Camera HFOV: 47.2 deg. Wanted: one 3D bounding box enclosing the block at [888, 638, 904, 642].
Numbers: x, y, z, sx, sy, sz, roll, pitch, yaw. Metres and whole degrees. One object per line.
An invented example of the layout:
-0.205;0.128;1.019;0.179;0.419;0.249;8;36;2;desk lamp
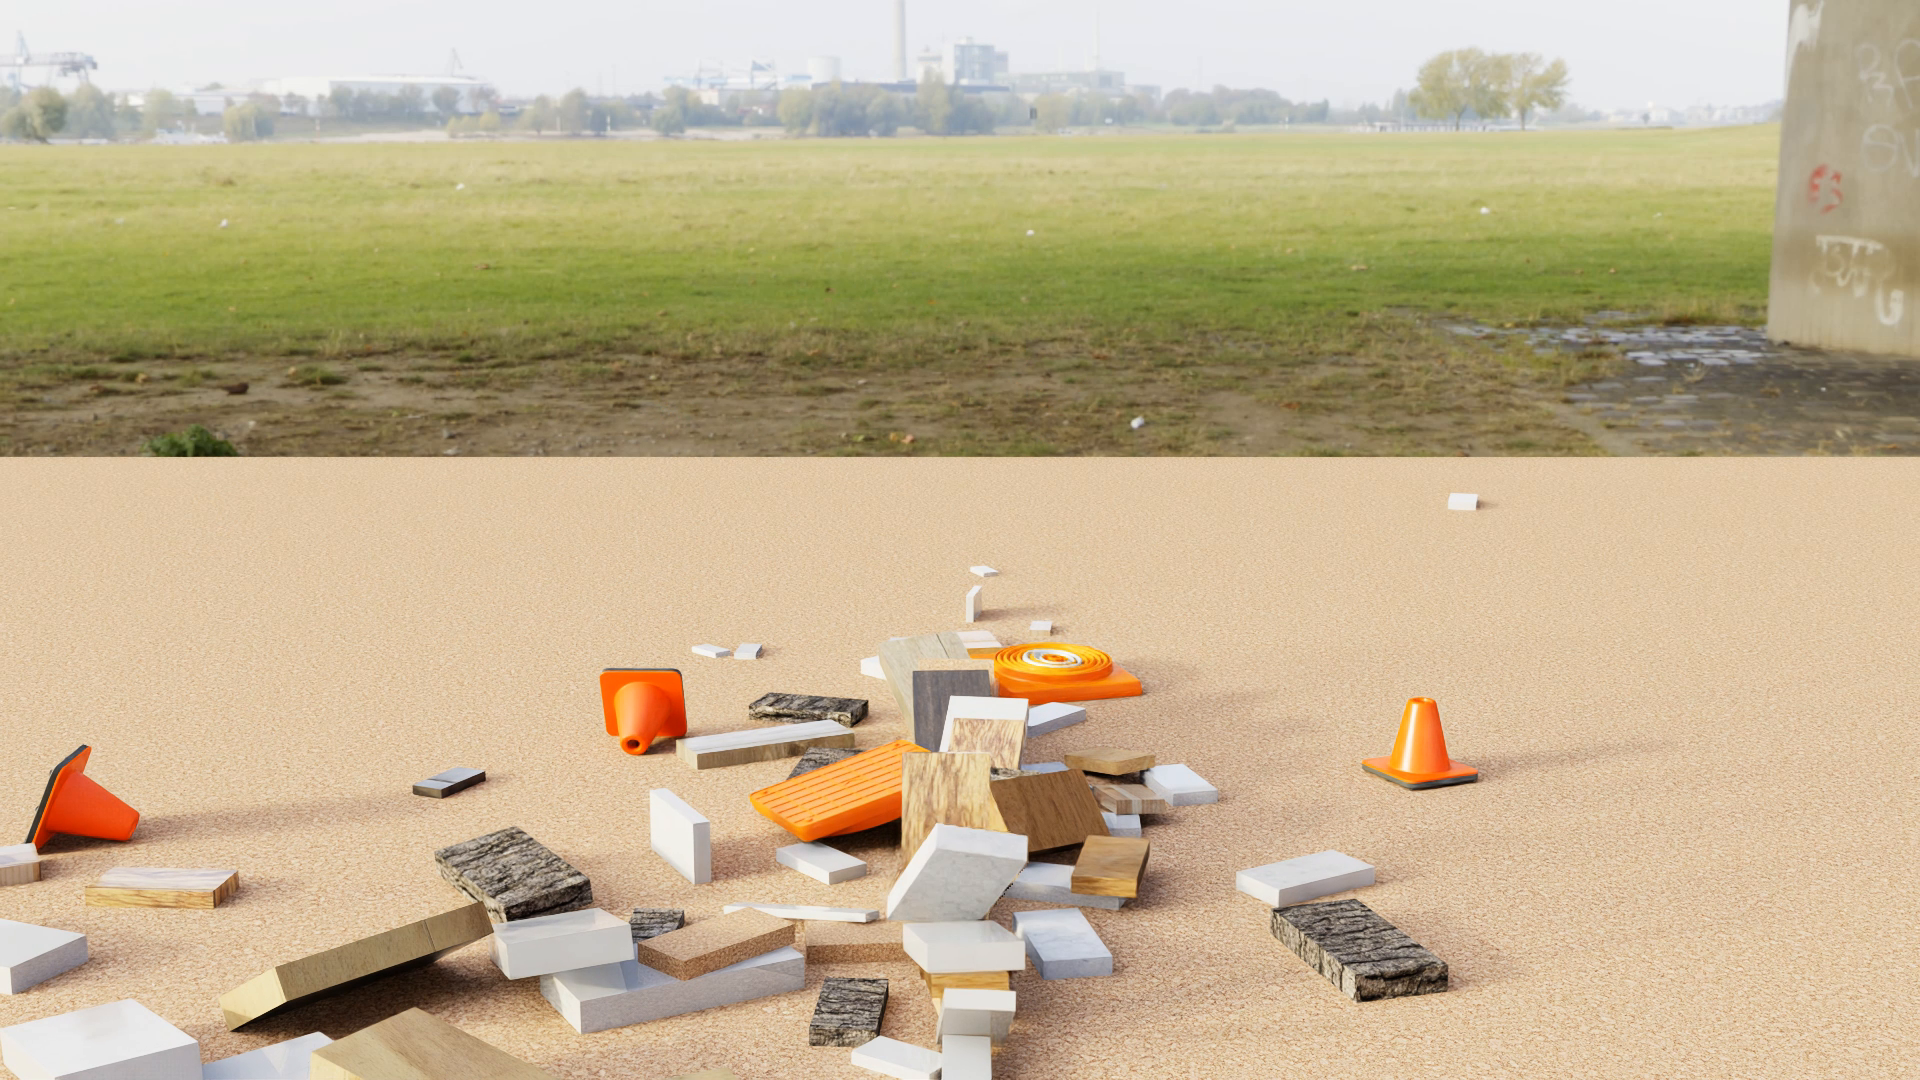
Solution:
-0.134;0.269;5.328;0.089;0.025;0.178;1;11;5;block

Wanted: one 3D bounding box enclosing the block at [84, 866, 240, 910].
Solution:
-1.324;0.578;3.652;0.215;0.030;0.108;1;11;4;block

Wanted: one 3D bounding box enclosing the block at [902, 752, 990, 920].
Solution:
-0.022;0.478;3.505;0.139;0.278;0.039;0;-2;0;block

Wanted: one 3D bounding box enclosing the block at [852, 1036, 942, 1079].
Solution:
-0.076;0.707;2.986;0.130;0.018;0.065;7;13;34;block

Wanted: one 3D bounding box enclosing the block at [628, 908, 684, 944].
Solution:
-0.484;0.618;3.458;0.079;0.022;0.158;0;11;1;block

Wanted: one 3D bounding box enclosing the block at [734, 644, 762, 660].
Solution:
-0.514;0.271;5.348;0.051;0.015;0.103;1;11;4;block

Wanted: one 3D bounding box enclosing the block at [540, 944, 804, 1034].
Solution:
-0.425;0.643;3.249;0.348;0.049;0.174;-6;12;-29;block

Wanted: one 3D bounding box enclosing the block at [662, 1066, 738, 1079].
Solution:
-0.357;0.725;2.891;0.130;0.018;0.065;-5;12;-25;block

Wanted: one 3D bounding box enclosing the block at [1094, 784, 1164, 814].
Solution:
0.314;0.483;4.099;0.091;0.026;0.182;0;2;-10;block

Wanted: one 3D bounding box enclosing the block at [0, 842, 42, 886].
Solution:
-1.702;0.564;3.721;0.263;0.033;0.117;-5;12;-27;block

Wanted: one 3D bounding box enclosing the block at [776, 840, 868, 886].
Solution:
-0.239;0.555;3.793;0.079;0.022;0.158;-8;13;-38;block

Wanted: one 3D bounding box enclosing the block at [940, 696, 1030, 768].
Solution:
0.038;0.413;4.126;0.151;0.043;0.301;2;39;9;block

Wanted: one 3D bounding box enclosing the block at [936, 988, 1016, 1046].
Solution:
0.020;0.647;2.975;0.094;0.027;0.187;3;-27;-3;block

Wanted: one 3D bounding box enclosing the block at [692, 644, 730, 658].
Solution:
-0.606;0.270;5.356;0.046;0.013;0.092;-10;15;-43;block

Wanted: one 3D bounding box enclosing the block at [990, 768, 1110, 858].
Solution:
0.144;0.477;3.824;0.038;0.134;0.268;-37;-22;34;block

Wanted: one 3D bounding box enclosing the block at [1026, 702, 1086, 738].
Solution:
0.177;0.384;4.708;0.089;0.025;0.191;9;14;39;block

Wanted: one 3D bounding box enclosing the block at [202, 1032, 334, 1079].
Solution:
-0.941;0.724;2.810;0.349;0.049;0.175;-9;14;-41;block

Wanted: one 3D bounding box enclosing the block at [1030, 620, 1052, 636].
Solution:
0.206;0.225;5.596;0.051;0.015;0.103;1;11;5;block

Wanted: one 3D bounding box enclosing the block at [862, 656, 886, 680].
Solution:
-0.108;0.305;5.114;0.117;0.033;0.235;-10;15;-43;block

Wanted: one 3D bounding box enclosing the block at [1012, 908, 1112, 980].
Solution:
0.157;0.624;3.404;0.107;0.030;0.213;-2;11;-11;block

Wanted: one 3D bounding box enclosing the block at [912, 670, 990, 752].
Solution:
-0.011;0.378;4.253;0.151;0.043;0.301;-1;45;-4;block

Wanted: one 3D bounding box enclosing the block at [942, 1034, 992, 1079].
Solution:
0.008;0.725;2.836;0.065;0.018;0.343;4;13;-1;block

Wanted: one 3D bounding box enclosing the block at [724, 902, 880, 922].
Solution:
-0.254;0.594;3.511;0.262;0.013;0.046;-2;-2;27;block

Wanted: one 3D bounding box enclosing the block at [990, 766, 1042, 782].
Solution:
0.046;0.492;3.858;0.134;0.038;0.268;3;30;17;block

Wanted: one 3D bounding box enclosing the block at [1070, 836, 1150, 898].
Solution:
0.253;0.544;3.673;0.107;0.030;0.213;2;11;11;block

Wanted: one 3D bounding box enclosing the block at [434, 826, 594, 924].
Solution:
-0.743;0.558;3.645;0.149;0.042;0.298;-16;19;-32;block

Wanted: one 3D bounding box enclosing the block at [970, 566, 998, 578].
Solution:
0.070;0.090;6.324;0.046;0.013;0.092;-4;11;-23;block

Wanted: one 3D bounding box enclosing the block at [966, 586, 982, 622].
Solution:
0.037;0.167;5.758;0.019;0.068;0.137;2;11;10;block

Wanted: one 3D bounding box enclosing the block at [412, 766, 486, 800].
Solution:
-0.989;0.470;4.262;0.068;0.019;0.137;5;12;25;block

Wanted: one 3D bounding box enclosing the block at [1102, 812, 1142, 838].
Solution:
0.234;0.519;3.979;0.182;0.026;0.091;0;11;2;block

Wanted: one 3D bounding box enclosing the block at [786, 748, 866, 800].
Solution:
-0.260;0.455;4.304;0.117;0.033;0.233;1;11;7;block

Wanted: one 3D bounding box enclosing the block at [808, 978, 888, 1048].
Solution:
-0.157;0.674;3.143;0.094;0.027;0.187;1;11;3;block

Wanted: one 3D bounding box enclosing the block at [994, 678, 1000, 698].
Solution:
-0.016;0.331;4.743;0.171;0.048;0.341;0;-1;6;block

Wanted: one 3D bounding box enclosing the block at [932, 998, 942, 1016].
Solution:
0.012;0.653;3.132;0.094;0.027;0.187;-1;-4;-4;block

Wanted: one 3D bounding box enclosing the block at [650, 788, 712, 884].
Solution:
-0.484;0.511;3.802;0.030;0.108;0.215;-5;12;-27;block

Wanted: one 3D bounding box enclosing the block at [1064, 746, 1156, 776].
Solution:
0.294;0.436;4.343;0.091;0.026;0.182;-8;4;-31;block

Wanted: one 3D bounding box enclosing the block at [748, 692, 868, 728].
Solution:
-0.328;0.368;4.771;0.233;0.033;0.117;3;11;17;block

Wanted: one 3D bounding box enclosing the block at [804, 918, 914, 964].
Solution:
-0.132;0.622;3.416;0.214;0.030;0.107;-1;11;-5;block

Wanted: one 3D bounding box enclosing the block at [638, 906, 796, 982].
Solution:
-0.360;0.599;3.269;0.107;0.030;0.214;10;14;43;block

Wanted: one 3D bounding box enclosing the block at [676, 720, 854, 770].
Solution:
-0.397;0.418;4.504;0.345;0.033;0.117;-5;12;-27;block

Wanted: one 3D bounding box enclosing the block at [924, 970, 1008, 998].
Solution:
0.007;0.627;3.165;0.107;0.030;0.214;-1;-4;-4;block

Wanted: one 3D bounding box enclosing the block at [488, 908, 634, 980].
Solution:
-0.595;0.593;3.246;0.174;0.049;0.348;-7;-3;-17;block

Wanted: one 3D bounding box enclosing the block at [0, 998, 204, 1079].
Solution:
-1.136;0.677;2.899;0.175;0.049;0.349;-9;4;-34;block

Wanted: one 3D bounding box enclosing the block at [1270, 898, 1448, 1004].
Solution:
0.606;0.625;3.365;0.149;0.042;0.298;-3;11;-17;block

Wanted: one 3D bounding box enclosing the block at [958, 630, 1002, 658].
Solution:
0.043;0.256;5.397;0.089;0.025;0.178;-2;11;-11;block

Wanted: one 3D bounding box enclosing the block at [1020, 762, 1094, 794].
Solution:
0.182;0.469;4.250;0.091;0.026;0.182;-3;11;-17;block

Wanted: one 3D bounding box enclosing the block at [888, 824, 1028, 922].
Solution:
-0.007;0.512;3.326;0.139;0.039;0.278;10;-33;-13;block

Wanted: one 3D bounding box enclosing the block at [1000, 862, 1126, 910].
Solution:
0.177;0.575;3.670;0.209;0.030;0.104;4;11;18;block

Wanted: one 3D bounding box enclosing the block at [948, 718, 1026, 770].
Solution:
0.039;0.434;4.034;0.134;0.038;0.268;1;39;8;block

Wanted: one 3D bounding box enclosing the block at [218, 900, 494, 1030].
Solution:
-0.870;0.615;3.184;0.175;0.049;0.349;-30;-12;41;block

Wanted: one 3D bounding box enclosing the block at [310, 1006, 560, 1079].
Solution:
-0.621;0.705;2.769;0.379;0.049;0.174;16;17;31;block

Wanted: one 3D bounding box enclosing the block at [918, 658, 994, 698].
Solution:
-0.006;0.360;4.331;0.151;0.043;0.302;1;45;-2;block

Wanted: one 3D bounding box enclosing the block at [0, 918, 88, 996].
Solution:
-1.502;0.626;3.359;0.298;0.042;0.149;5;11;23;block

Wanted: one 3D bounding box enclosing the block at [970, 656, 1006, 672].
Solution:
0.054;0.295;5.220;0.103;0.015;0.051;9;14;41;block

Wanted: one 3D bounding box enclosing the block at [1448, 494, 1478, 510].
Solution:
1.711;-0.131;7.478;0.091;0.026;0.182;3;11;15;block

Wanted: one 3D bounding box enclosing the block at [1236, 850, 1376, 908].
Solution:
0.582;0.569;3.702;0.213;0.030;0.107;-7;12;-32;block

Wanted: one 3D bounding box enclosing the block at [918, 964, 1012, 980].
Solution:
0.007;0.643;3.333;0.137;0.019;0.068;-1;11;-4;block

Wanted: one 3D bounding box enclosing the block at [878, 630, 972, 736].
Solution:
-0.047;0.301;4.526;0.171;0.048;0.341;-9;28;-12;block

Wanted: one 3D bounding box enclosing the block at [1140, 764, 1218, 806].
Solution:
0.420;0.472;4.236;0.091;0.026;0.182;-3;11;-16;block

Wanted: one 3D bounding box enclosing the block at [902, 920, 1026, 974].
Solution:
0.002;0.596;3.234;0.139;0.039;0.278;-1;-4;-9;block
